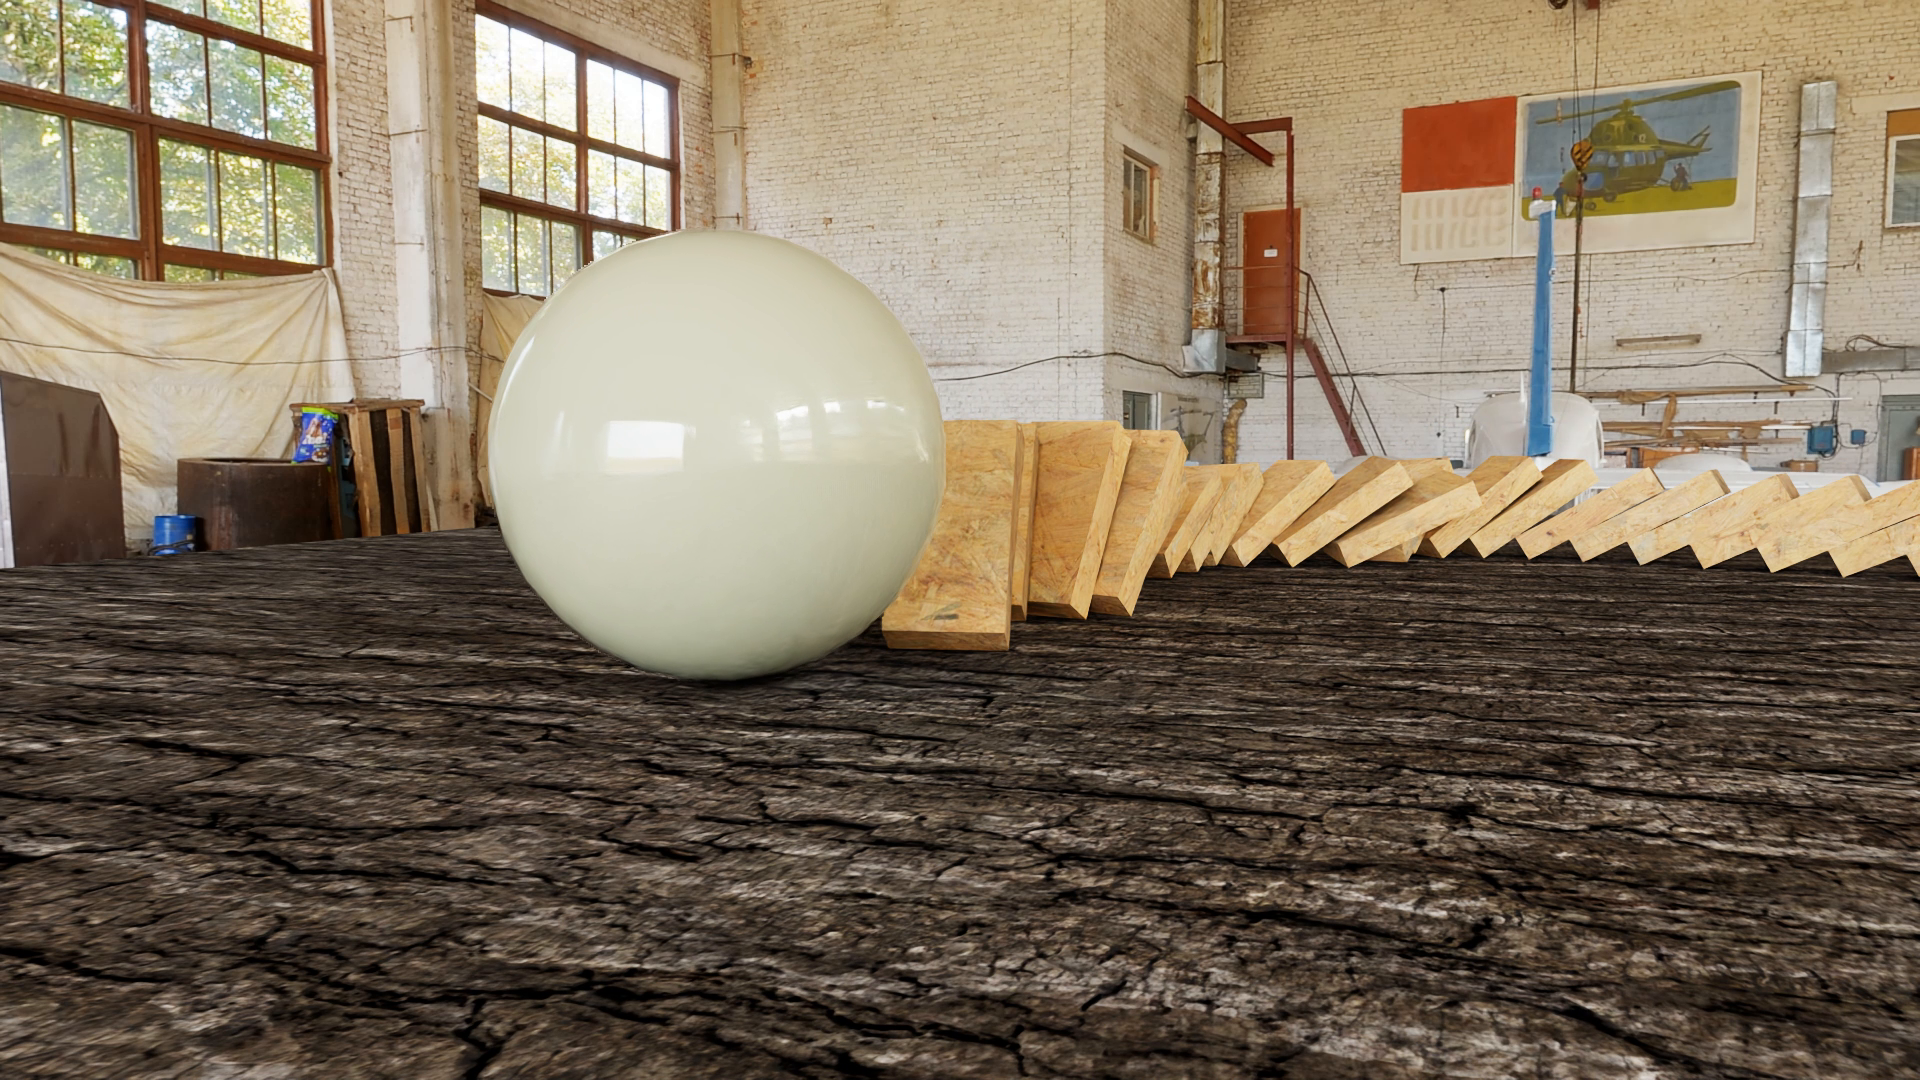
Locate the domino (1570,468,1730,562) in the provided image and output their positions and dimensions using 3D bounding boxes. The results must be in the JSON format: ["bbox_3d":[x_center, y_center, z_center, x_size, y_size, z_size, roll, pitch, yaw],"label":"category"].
[{"bbox_3d":[0.247,-0.009,0.459,0.050,0.010,0.025,-34,-16,32],"label":"domino"}]

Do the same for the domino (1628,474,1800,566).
[{"bbox_3d":[0.262,-0.007,0.446,0.050,0.009,0.025,-33,-17,36],"label":"domino"}]

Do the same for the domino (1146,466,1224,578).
[{"bbox_3d":[0.066,-0.007,0.423,0.025,0.009,0.050,1,36,34],"label":"domino"}]

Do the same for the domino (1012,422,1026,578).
[{"bbox_3d":[0.001,-0.004,0.307,0.025,0.050,0.009,1,-27,11],"label":"domino"}]

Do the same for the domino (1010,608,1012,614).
[{"bbox_3d":[-0.001,-0.003,0.284,0.025,0.050,0.010,0,-27,7],"label":"domino"}]

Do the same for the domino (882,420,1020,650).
[{"bbox_3d":[-0.001,-0.002,0.273,0.025,0.050,0.009,1,-27,8],"label":"domino"}]

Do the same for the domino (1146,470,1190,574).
[{"bbox_3d":[0.053,-0.005,0.408,0.025,0.009,0.050,2,37,29],"label":"domino"}]

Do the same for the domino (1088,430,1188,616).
[{"bbox_3d":[0.039,-0.006,0.330,0.025,0.050,0.009,5,-30,34],"label":"domino"}]

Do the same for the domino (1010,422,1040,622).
[{"bbox_3d":[0.005,-0.005,0.317,0.025,0.050,0.010,1,-27,10],"label":"domino"}]

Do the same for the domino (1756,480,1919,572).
[{"bbox_3d":[0.291,-0.005,0.418,0.025,0.009,0.050,-5,-22,-47],"label":"domino"}]

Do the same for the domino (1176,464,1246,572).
[{"bbox_3d":[0.077,-0.008,0.438,0.025,0.010,0.050,0,35,35],"label":"domino"}]

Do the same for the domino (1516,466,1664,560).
[{"bbox_3d":[0.232,-0.010,0.472,0.050,0.010,0.025,-34,-13,27],"label":"domino"}]

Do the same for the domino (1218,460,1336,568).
[{"bbox_3d":[0.108,-0.010,0.460,0.050,0.010,0.025,-40,20,-19],"label":"domino"}]

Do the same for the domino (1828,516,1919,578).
[{"bbox_3d":[0.305,-0.004,0.404,0.025,0.010,0.050,-5,-21,-48],"label":"domino"}]

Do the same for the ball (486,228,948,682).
[{"bbox_3d":[-0.042,-0.015,0.230,0.080,0.080,0.080,0,4,0],"label":"ball"}]

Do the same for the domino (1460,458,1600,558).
[{"bbox_3d":[0.214,-0.012,0.487,0.050,0.010,0.025,-35,1,6],"label":"domino"}]

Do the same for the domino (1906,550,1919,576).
[{"bbox_3d":[0.320,-0.003,0.390,0.025,0.010,0.050,-5,-21,-47],"label":"domino"}]

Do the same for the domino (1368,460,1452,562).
[{"bbox_3d":[0.162,-0.011,0.476,0.025,0.009,0.050,3,39,43],"label":"domino"}]

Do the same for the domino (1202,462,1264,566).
[{"bbox_3d":[0.087,-0.009,0.455,0.025,0.010,0.050,-1,35,37],"label":"domino"}]

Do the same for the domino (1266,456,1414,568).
[{"bbox_3d":[0.132,-0.010,0.452,0.050,0.010,0.025,-35,9,3],"label":"domino"}]

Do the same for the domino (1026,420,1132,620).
[{"bbox_3d":[0.025,-0.006,0.323,0.025,0.050,0.009,3,-24,33],"label":"domino"}]

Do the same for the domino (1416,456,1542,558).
[{"bbox_3d":[0.194,-0.013,0.490,0.050,0.009,0.025,-38,9,-5],"label":"domino"}]

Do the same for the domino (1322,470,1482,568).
[{"bbox_3d":[0.153,-0.008,0.450,0.050,0.009,0.025,-25,12,3],"label":"domino"}]

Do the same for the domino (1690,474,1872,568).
[{"bbox_3d":[0.276,-0.006,0.432,0.050,0.009,0.025,-33,-18,37],"label":"domino"}]

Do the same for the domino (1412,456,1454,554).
[{"bbox_3d":[0.170,-0.013,0.494,0.025,0.009,0.050,-2,36,42],"label":"domino"}]
